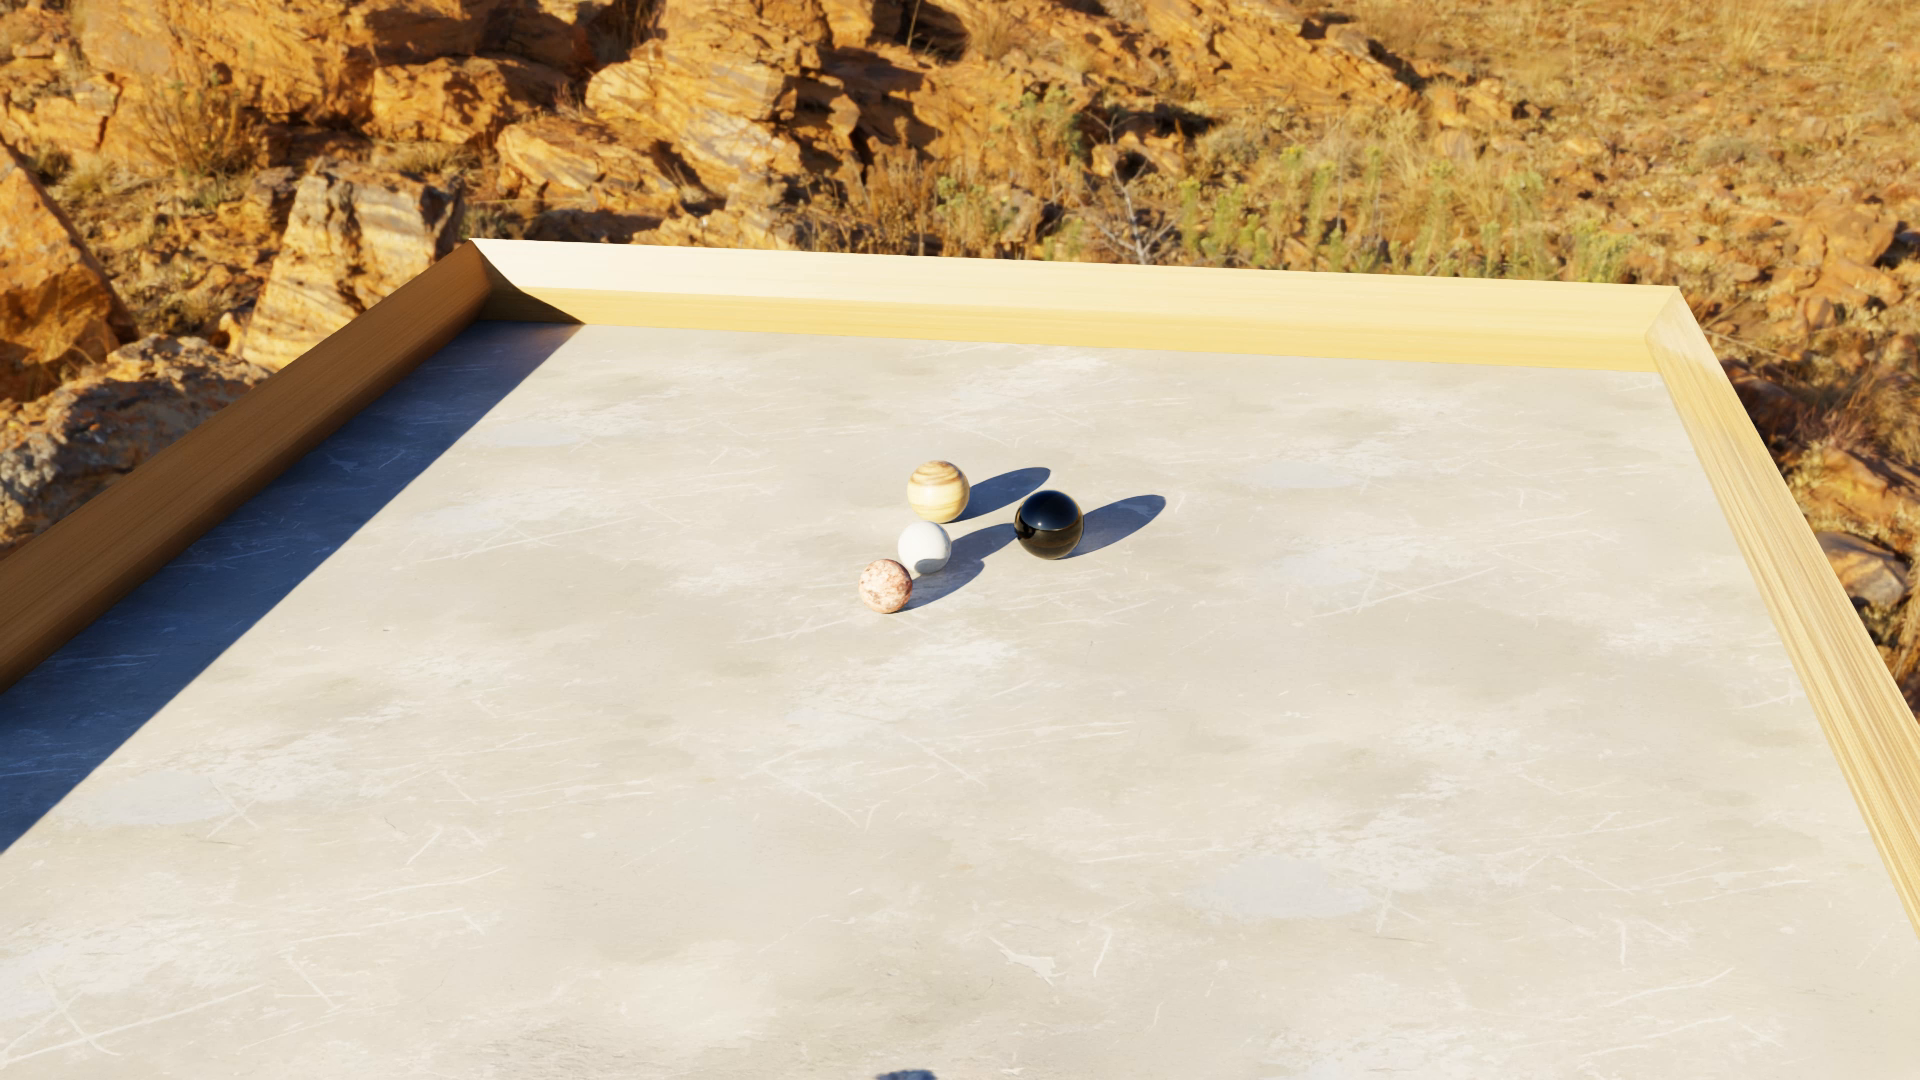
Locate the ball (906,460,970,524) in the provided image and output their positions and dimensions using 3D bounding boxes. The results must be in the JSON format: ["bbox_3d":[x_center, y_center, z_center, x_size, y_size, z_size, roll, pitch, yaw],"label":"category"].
[{"bbox_3d":[-0.025,-0.057,2.586,0.075,0.075,0.075,0,22,0],"label":"ball"}]

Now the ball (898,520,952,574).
[{"bbox_3d":[-0.039,0.008,2.444,0.060,0.060,0.060,0,22,0],"label":"ball"}]

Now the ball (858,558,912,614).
[{"bbox_3d":[-0.080,0.049,2.345,0.058,0.058,0.058,0,22,0],"label":"ball"}]

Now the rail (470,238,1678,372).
[{"bbox_3d":[0.129,-0.340,3.215,1.774,0.125,0.045,3,22,8],"label":"rail"}]

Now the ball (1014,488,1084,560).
[{"bbox_3d":[0.101,-0.018,2.482,0.080,0.080,0.080,0,22,0],"label":"ball"}]

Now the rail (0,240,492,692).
[{"bbox_3d":[-0.986,0.245,1.770,0.045,0.125,3.470,3,22,8],"label":"rail"}]

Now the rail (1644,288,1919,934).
[{"bbox_3d":[0.720,0.344,1.525,0.045,0.125,3.470,3,22,8],"label":"rail"}]
